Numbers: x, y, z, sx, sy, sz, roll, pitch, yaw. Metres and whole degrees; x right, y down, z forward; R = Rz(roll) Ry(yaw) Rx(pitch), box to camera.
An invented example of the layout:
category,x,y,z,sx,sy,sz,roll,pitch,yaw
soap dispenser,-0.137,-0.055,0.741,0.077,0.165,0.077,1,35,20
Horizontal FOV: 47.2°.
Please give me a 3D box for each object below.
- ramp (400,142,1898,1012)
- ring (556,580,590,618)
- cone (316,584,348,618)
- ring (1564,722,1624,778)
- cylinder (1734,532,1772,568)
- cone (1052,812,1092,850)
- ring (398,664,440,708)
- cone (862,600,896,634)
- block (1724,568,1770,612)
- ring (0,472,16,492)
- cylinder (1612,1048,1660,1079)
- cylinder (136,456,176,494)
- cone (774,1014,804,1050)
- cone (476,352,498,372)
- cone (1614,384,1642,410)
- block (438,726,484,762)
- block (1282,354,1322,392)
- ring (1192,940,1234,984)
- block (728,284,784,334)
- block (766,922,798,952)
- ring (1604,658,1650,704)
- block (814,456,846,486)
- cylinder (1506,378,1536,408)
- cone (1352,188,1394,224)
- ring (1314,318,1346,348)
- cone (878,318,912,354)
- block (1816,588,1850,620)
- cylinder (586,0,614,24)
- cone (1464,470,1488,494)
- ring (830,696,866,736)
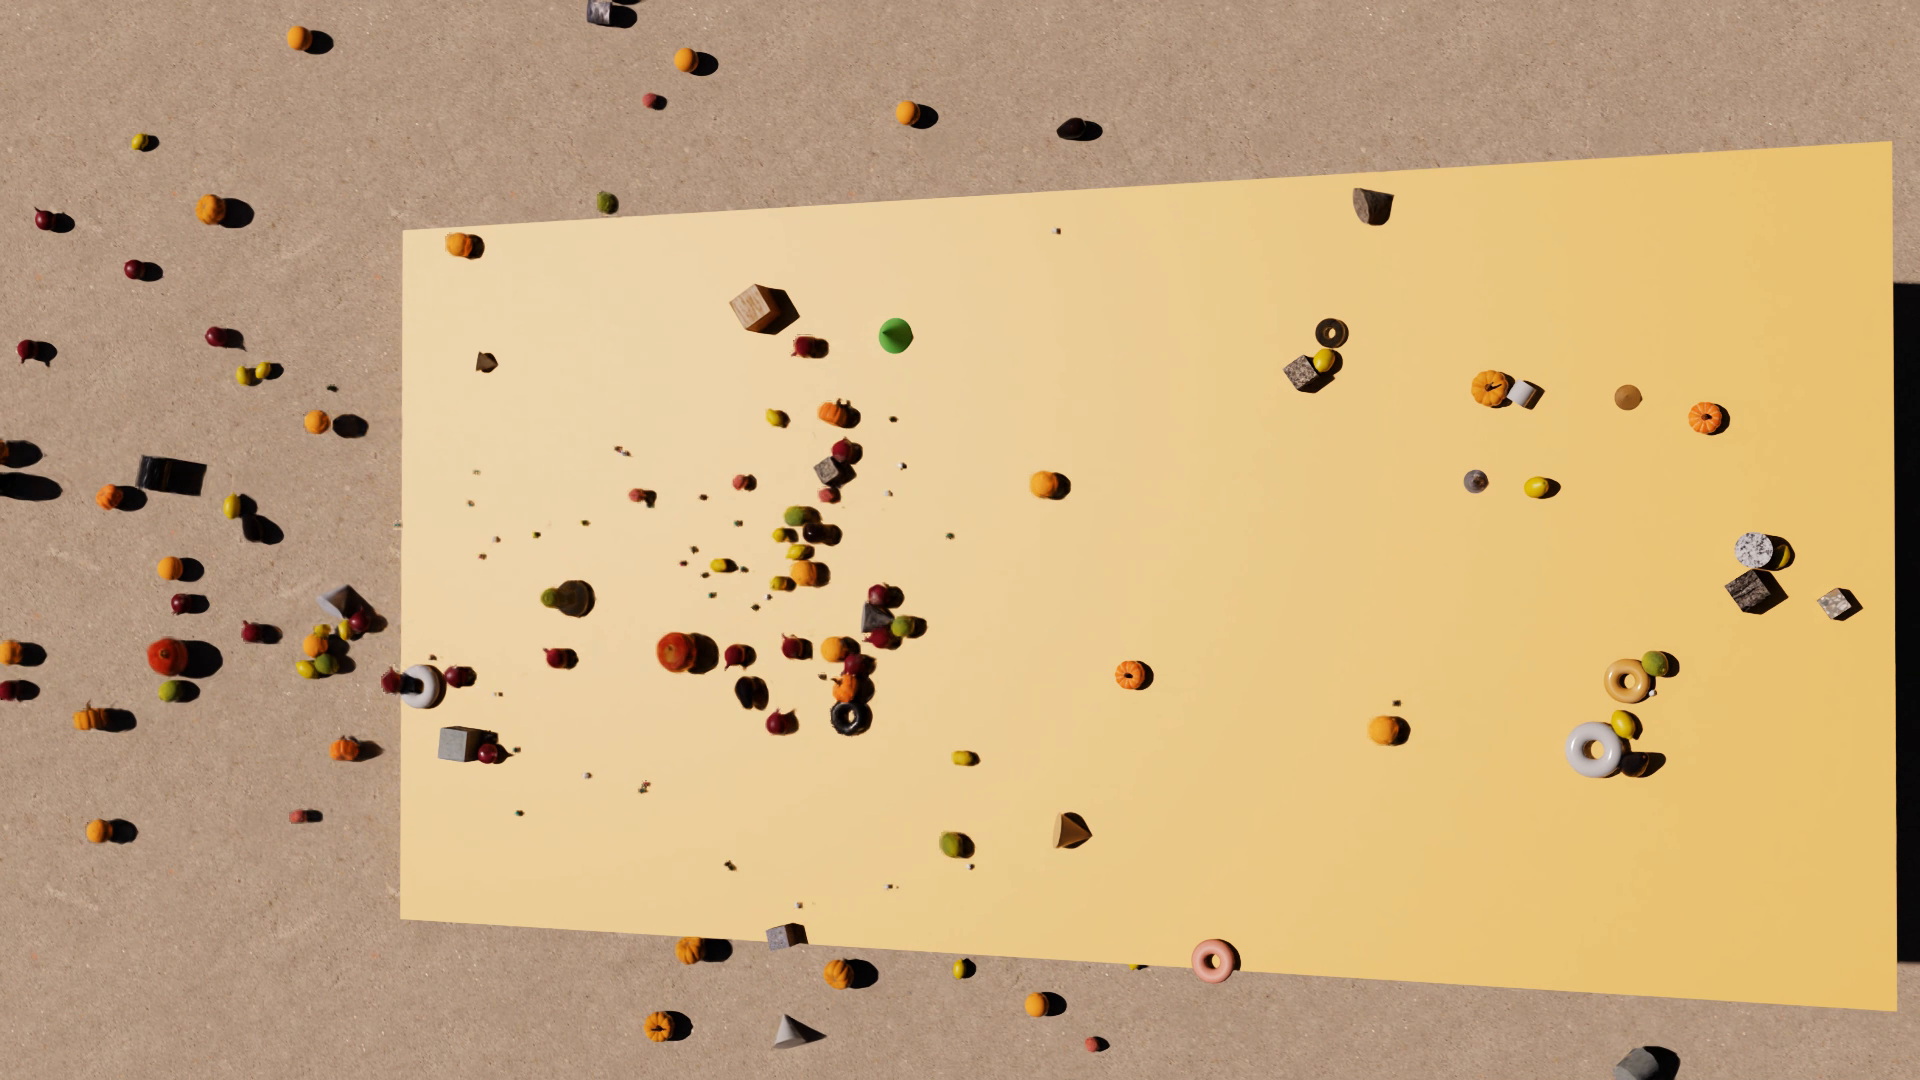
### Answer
category,x,y,z,sx,sy,sz,roll,pitch,yaw
ramp,0.280,0.090,5.769,4.000,0.100,2.000,0,89,19
ring,-1.090,0.164,6.182,0.106,0.035,0.106,0,90,21
cone,-1.825,0.164,6.462,0.094,0.094,0.094,33,63,0
ring,1.514,0.501,5.250,0.136,0.045,0.136,-1,87,23
cylinder,1.847,0.024,5.118,0.083,0.083,0.083,0,89,19
cone,0.297,0.758,5.678,0.096,0.096,0.096,9,89,-7
ring,-1.559,0.423,6.341,0.130,0.043,0.130,0,90,19
cone,-0.213,0.209,5.867,0.091,0.091,0.091,6,89,-7
block,1.835,0.117,5.126,0.074,0.074,0.074,-36,78,16
ring,-2.828,-0.164,6.422,0.139,0.139,0.046,-9,104,0
cylinder,1.968,1.544,6.402,0.094,0.094,0.094,-33,89,-26
cylinder,-2.354,-0.193,6.441,0.094,0.094,0.094,12,89,0
cone,-0.509,1.432,6.445,0.094,0.094,0.094,-14,63,0
cone,-1.348,-0.505,6.286,0.061,0.061,0.061,10,89,-7
cone,1.586,-0.341,5.226,0.063,0.063,0.063,0,89,19
block,-1.423,0.581,6.266,0.088,0.088,0.088,7,91,19
block,0.853,-0.417,5.486,0.064,0.064,0.064,-36,78,16
ring,0.639,1.064,5.556,0.112,0.037,0.112,-1,88,20
block,-0.553,-0.629,5.973,0.090,0.090,0.090,-34,79,16
block,-0.481,1.073,5.941,0.059,0.059,0.059,-16,84,19
ring,1.587,0.335,5.231,0.108,0.036,0.108,0,91,20
block,-0.350,-0.186,5.913,0.056,0.056,0.056,-34,79,16
cylinder,1.356,-0.354,5.314,0.052,0.052,0.052,35,105,0
cone,1.033,-0.841,5.440,0.092,0.092,0.092,-19,89,-9
ring,0.922,-0.517,5.484,0.076,0.025,0.076,0,90,19
cone,-0.189,-0.547,5.839,0.097,0.097,0.097,0,89,19
block,2.016,0.146,5.073,0.053,0.053,0.053,-37,78,15
cylinder,-1.060,-1.554,6.473,0.066,0.066,0.066,6,89,0
cone,1.250,-0.143,5.344,0.059,0.059,0.059,0,89,19
ring,-0.300,0.473,5.898,0.105,0.035,0.105,0,90,18
